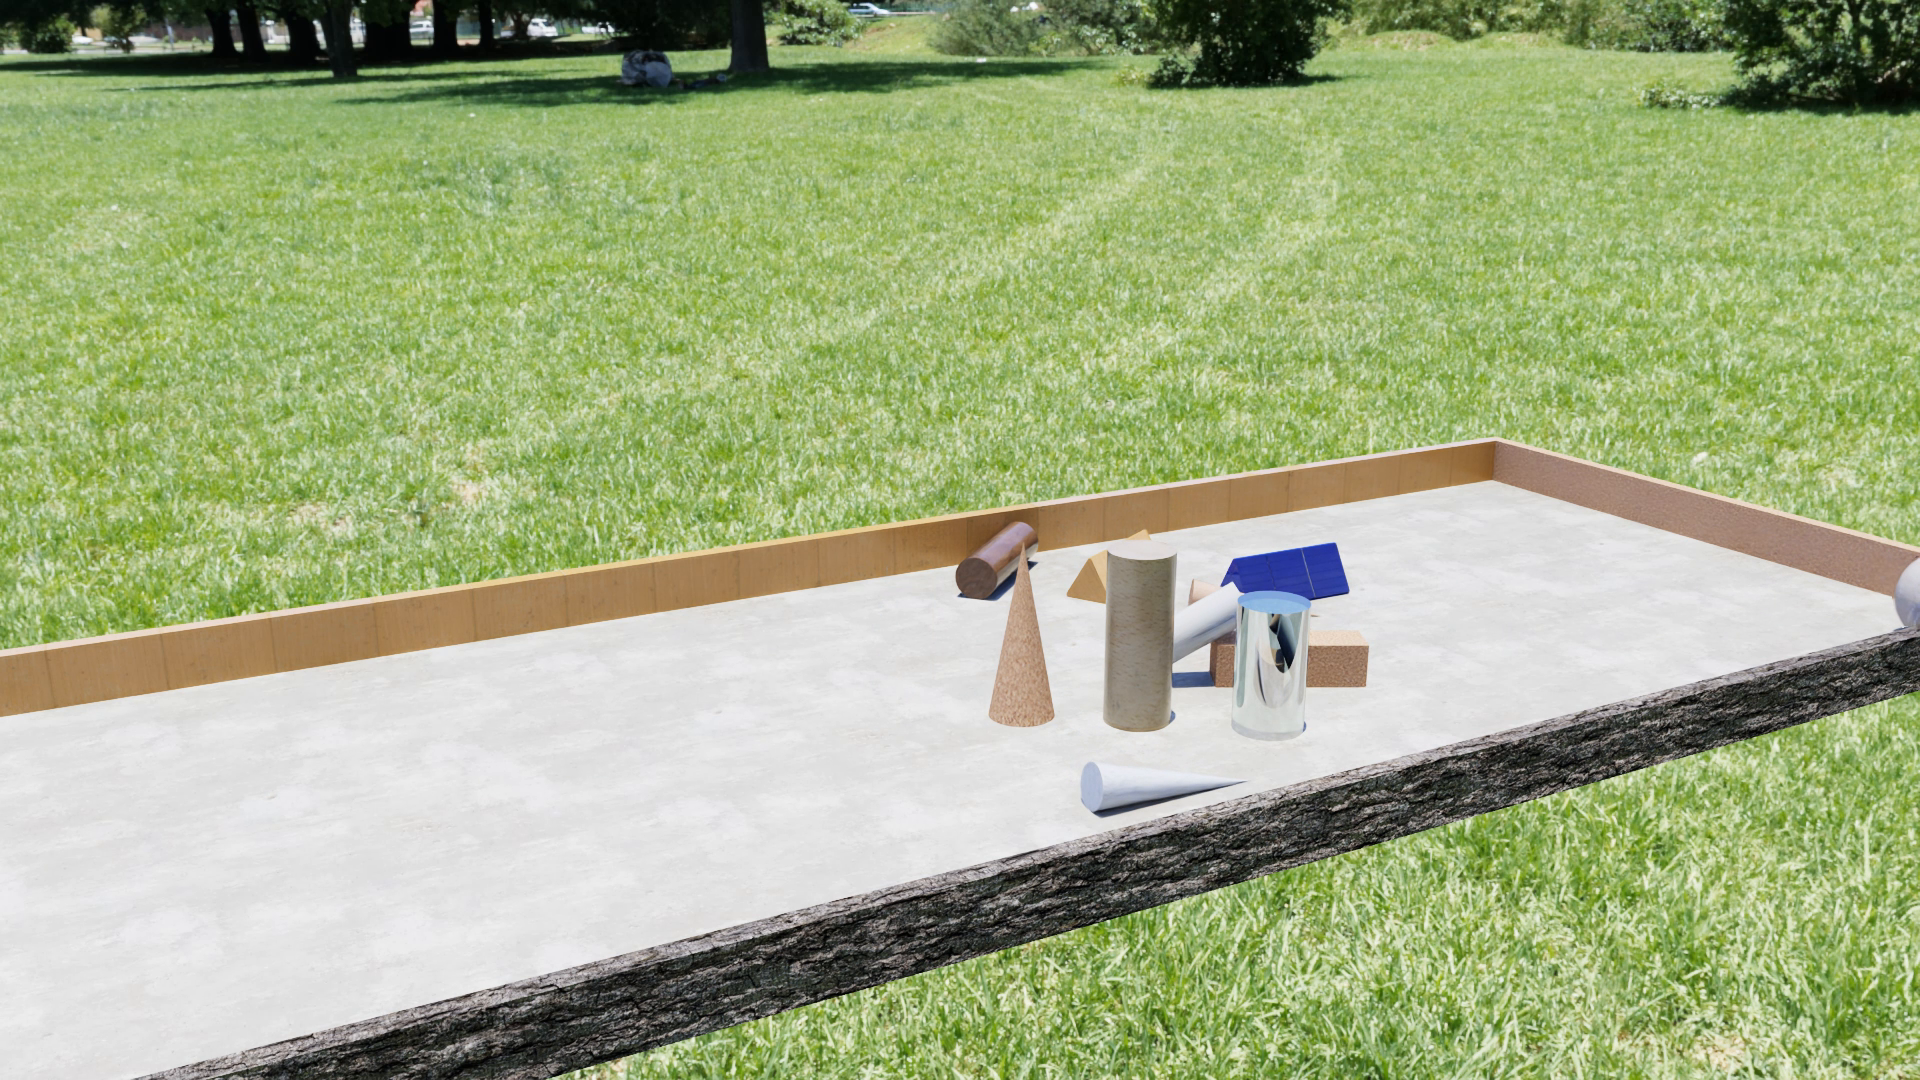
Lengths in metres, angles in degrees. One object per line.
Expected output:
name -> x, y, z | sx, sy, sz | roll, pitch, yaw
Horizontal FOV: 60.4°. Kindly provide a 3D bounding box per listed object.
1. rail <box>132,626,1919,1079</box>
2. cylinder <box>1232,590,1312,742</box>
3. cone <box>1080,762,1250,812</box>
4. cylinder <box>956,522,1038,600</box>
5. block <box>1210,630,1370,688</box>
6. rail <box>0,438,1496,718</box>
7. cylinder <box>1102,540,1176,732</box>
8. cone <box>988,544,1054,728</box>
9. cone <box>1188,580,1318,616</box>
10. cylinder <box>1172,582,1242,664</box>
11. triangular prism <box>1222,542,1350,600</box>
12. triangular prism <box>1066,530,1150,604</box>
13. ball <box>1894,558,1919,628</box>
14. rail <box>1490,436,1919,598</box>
rail -> -2.336, 1.006, 1.665 | 12.000, 0.150, 0.050 | -9, 18, -27
cylinder -> 0.719, 0.290, 3.820 | 0.167, 0.309, 0.167 | 0, 16, 0
cone -> 0.454, 0.517, 3.504 | 0.389, 0.104, 0.104 | 2, 15, -22
cylinder -> 0.114, 0.058, 4.936 | 0.126, 0.126, 0.408 | 6, 17, 19
block -> 0.823, 0.298, 4.142 | 0.374, 0.112, 0.112 | 0, 16, 0
rail -> -3.305, 0.497, 3.399 | 12.000, 0.150, 0.050 | -9, 18, -27
cylinder -> 0.419, 0.223, 3.851 | 0.160, 0.419, 0.160 | 0, 16, 0
cone -> 0.147, 0.210, 3.878 | 0.159, 0.430, 0.159 | 0, 16, 0
cone -> 0.834, 0.186, 4.632 | 0.373, 0.100, 0.100 | 9, 17, 2
cylinder -> 0.559, 0.232, 4.110 | 0.332, 0.107, 0.107 | -30, 16, 5
triangular prism -> 0.942, 0.093, 4.788 | 0.363, 0.133, 0.154 | -8, 18, -26
triangular prism -> 0.467, 0.070, 4.882 | 0.145, 0.125, 0.355 | 11, 19, 31
ball -> 2.624, 0.155, 4.375 | 0.255, 0.255, 0.255 | 0, 16, 0
rail -> 2.466, -0.048, 5.253 | 0.050, 0.150, 2.100 | -9, 18, -27
